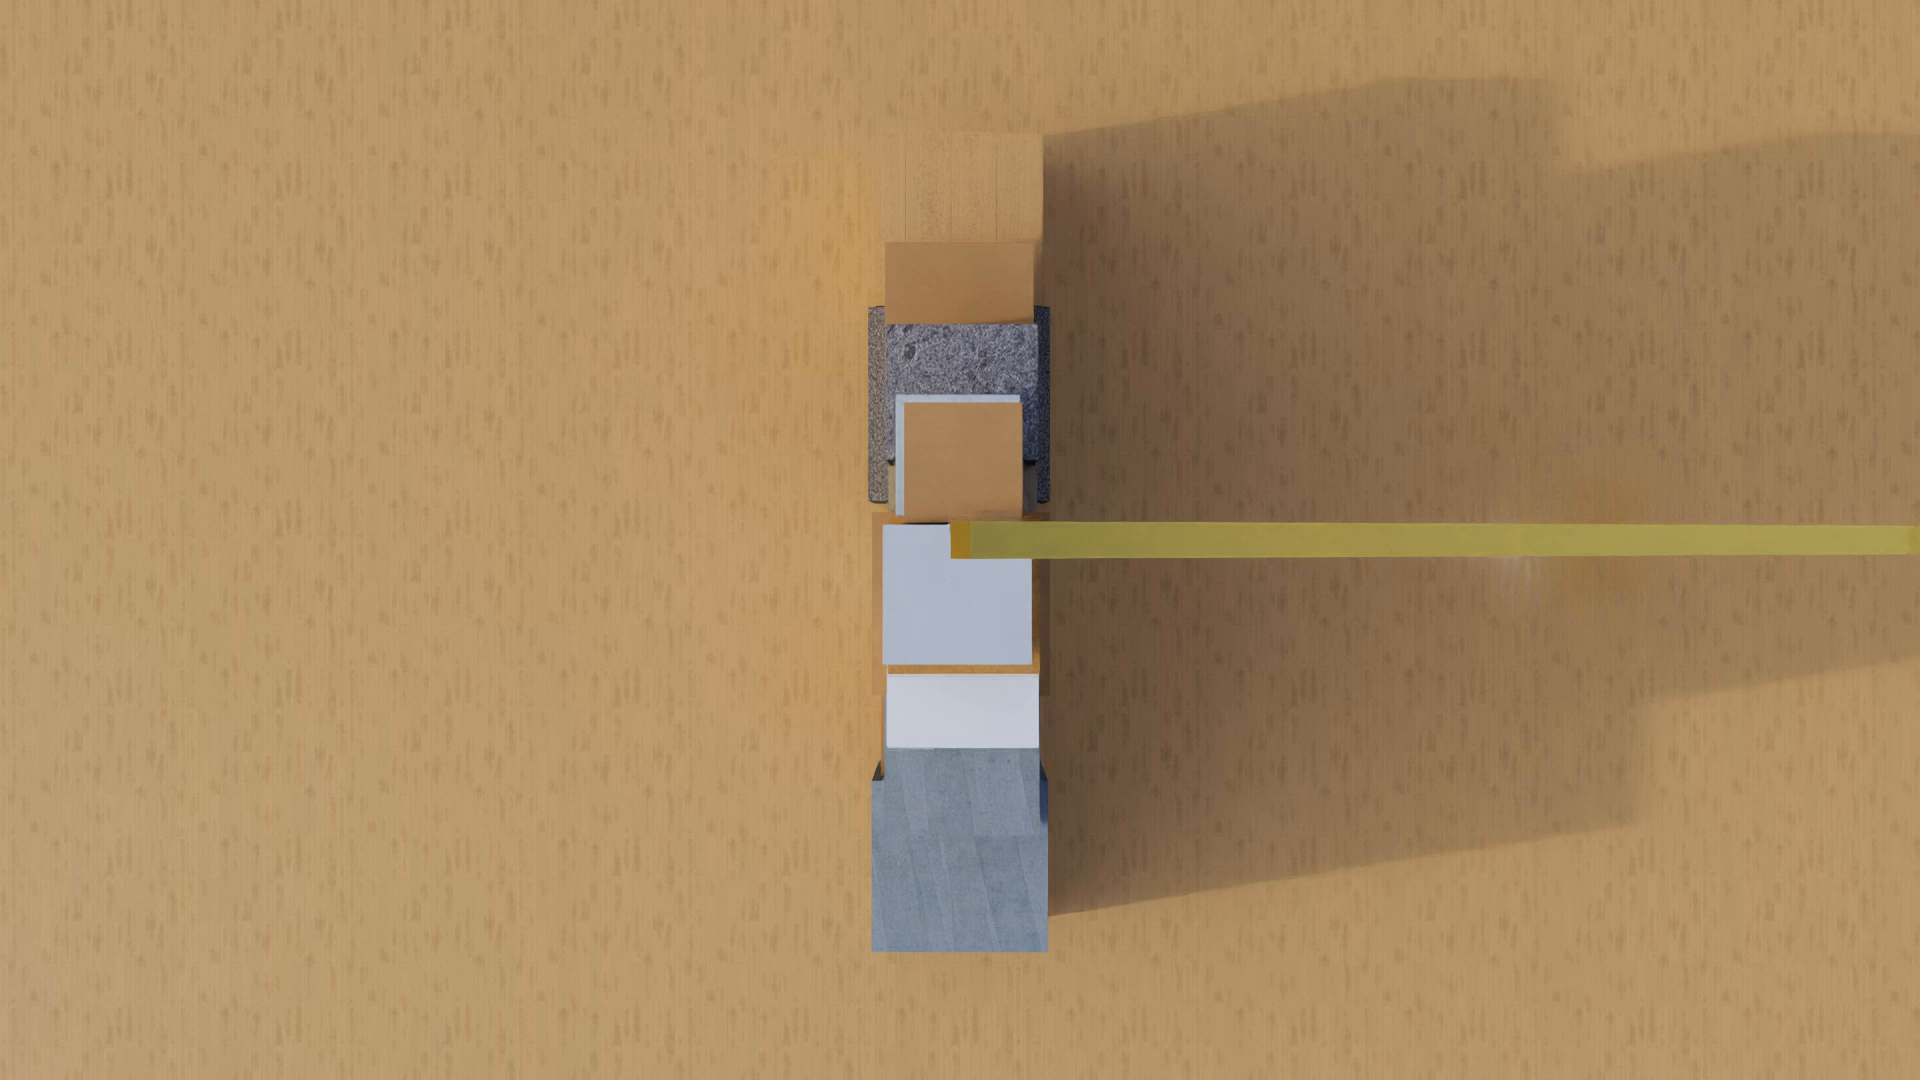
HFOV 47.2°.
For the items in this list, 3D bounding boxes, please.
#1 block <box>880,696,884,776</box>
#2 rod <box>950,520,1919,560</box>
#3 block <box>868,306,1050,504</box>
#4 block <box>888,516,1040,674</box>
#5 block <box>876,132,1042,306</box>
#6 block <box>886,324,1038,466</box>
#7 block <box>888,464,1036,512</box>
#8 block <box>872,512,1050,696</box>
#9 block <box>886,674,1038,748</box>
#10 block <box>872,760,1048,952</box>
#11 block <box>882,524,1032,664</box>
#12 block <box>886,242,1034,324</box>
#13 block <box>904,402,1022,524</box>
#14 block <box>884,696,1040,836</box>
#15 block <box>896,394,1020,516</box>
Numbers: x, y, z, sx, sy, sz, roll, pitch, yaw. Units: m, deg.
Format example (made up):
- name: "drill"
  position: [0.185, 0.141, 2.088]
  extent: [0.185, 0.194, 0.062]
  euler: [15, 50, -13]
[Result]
- name: "block"
  position: [0.004, 0.880, 12.542]
  extent: [0.877, 0.915, 0.831]
  euler: [0, 90, 0]
- name: "rod"
  position: [2.234, 0.000, 5.990]
  extent: [5.200, 0.080, 0.080]
  euler: [0, 90, -31]
- name: "block"
  position: [-0.005, -0.745, 12.509]
  extent: [0.994, 0.982, 1.061]
  euler: [0, 90, 0]
- name: "block"
  position: [0.017, 0.258, 10.136]
  extent: [0.674, 0.808, 0.698]
  euler: [0, 88, 0]
- name: "block"
  position: [-0.004, -1.759, 12.530]
  extent: [0.917, 0.939, 0.949]
  euler: [0, 90, 0]
- name: "block"
  position: [0.010, -0.715, 11.012]
  extent: [0.742, 0.629, 0.661]
  euler: [0, 89, 0]
- name: "block"
  position: [0.014, -0.467, 11.670]
  extent: [0.764, 0.690, 0.651]
  euler: [0, 90, 0]
- name: "block"
  position: [0.004, 0.334, 11.687]
  extent: [0.914, 0.800, 0.941]
  euler: [0, 89, 0]
- name: "block"
  position: [0.014, 0.627, 10.899]
  extent: [0.726, 0.744, 0.764]
  euler: [0, 88, 0]
- name: "block"
  position: [-0.001, 1.770, 12.458]
  extent: [0.957, 1.085, 0.928]
  euler: [0, 90, 0]
- name: "block"
  position: [-0.011, 0.236, 9.436]
  extent: [0.619, 0.592, 0.580]
  euler: [0, 88, 0]
- name: "block"
  position: [-0.003, -1.167, 11.680]
  extent: [0.767, 0.675, 0.736]
  euler: [0, 90, 0]
- name: "block"
  position: [0.015, -0.314, 9.537]
  extent: [0.502, 0.440, 0.514]
  euler: [0, 86, 0]
- name: "block"
  position: [0.010, 1.166, 11.585]
  extent: [0.793, 0.672, 0.713]
  euler: [0, 88, 0]
- name: "block"
  position: [-0.010, -0.384, 10.400]
  extent: [0.572, 0.503, 0.562]
  euler: [0, 89, 0]
